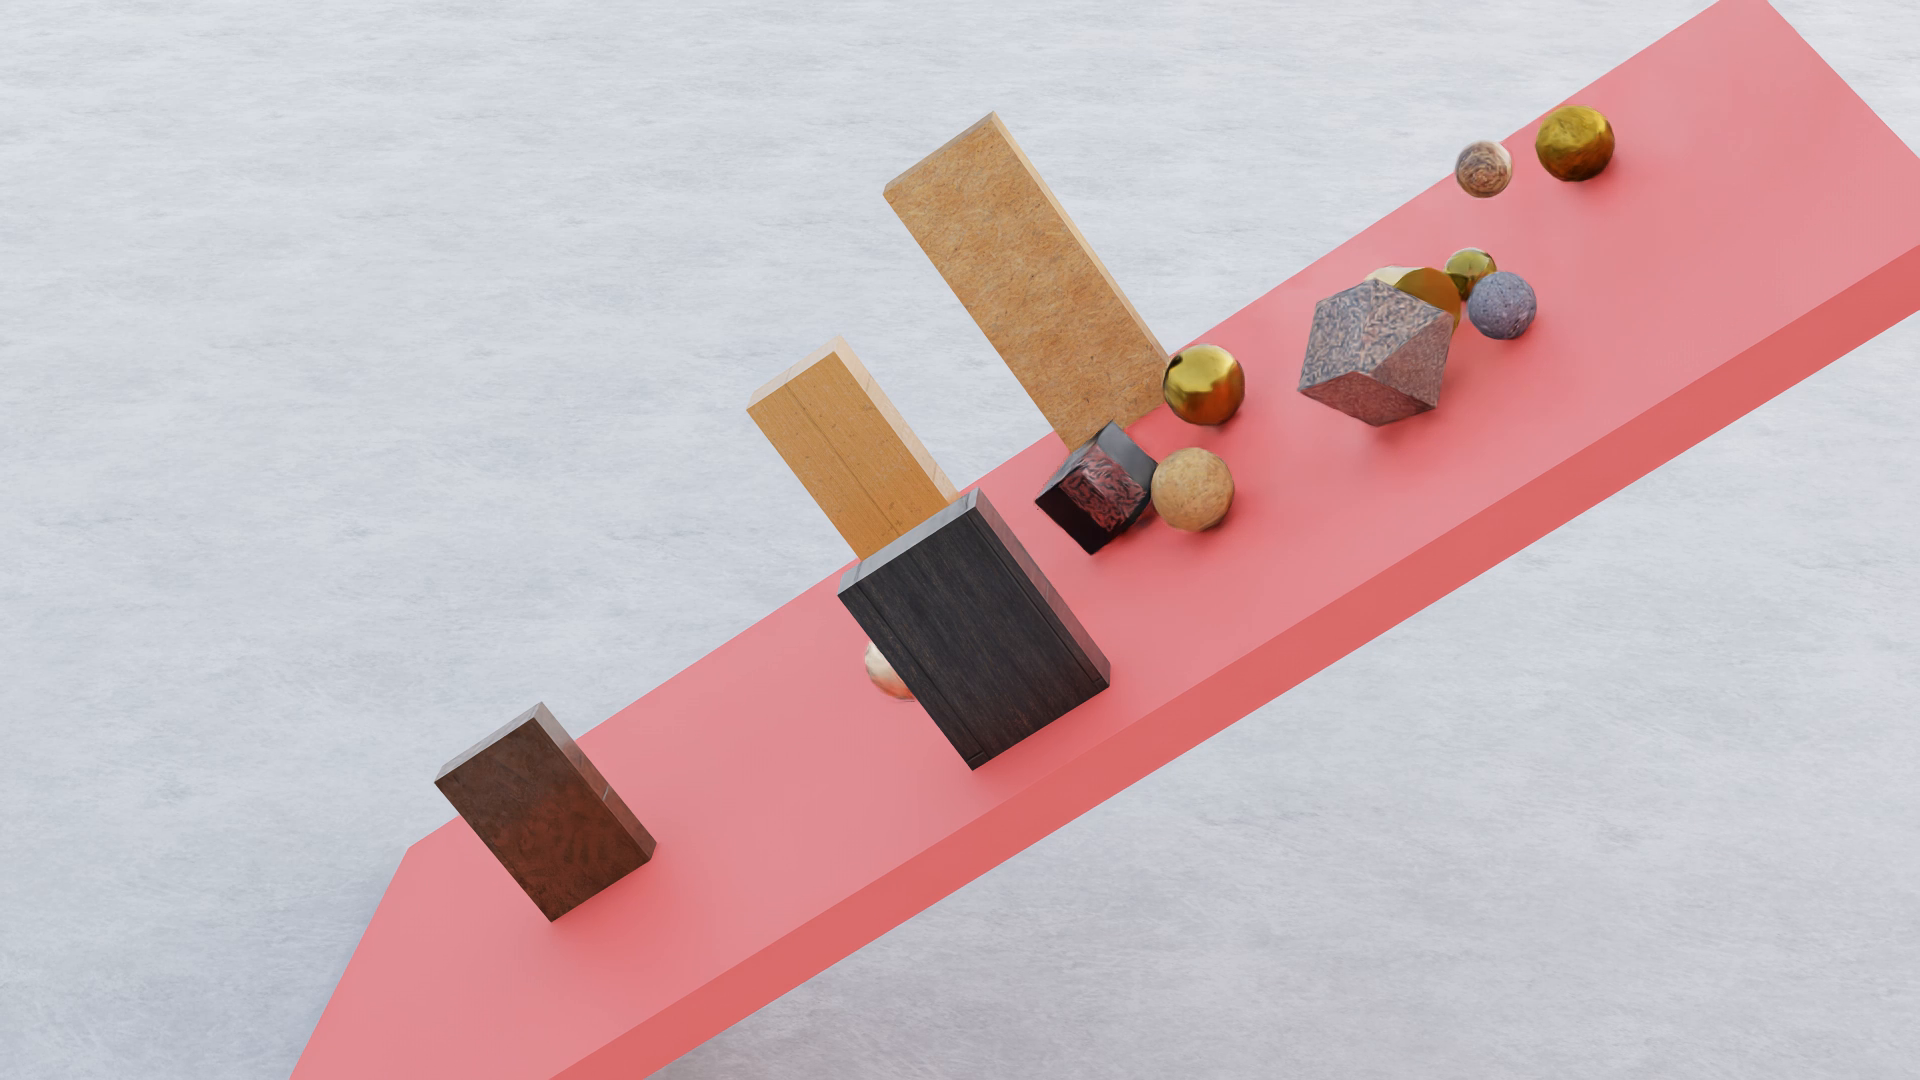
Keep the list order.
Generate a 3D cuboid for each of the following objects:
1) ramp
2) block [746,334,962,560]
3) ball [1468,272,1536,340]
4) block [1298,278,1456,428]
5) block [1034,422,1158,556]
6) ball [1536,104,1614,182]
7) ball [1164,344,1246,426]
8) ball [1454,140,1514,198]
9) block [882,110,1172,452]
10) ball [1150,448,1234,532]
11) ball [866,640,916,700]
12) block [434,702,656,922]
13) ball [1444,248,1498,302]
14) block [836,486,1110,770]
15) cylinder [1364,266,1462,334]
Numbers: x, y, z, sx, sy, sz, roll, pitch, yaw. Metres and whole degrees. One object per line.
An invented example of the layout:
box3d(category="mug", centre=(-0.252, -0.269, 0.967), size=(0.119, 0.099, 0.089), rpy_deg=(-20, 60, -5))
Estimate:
box3d(category="ramp", centre=(0.135, 0.175, 6.308), size=(4.000, 0.100, 2.000), rpy_deg=(-33, 16, 15))
box3d(category="block", centre=(-0.183, -0.126, 6.505), size=(0.240, 0.627, 0.123), rpy_deg=(-33, 16, 15))
box3d(category="ball", centre=(1.049, -0.454, 5.694), size=(0.132, 0.132, 0.132), rpy_deg=(0, 22, 0))
box3d(category="block", centre=(0.802, -0.358, 5.671), size=(0.194, 0.194, 0.194), rpy_deg=(22, -19, -23))
box3d(category="block", centre=(0.298, -0.108, 6.195), size=(0.168, 0.168, 0.168), rpy_deg=(-40, 9, 50))
box3d(category="ball", centre=(1.298, -0.837, 6.209), size=(0.163, 0.163, 0.163), rpy_deg=(0, 22, 0))
box3d(category="ball", centre=(0.532, -0.337, 6.401), size=(0.179, 0.179, 0.179), rpy_deg=(0, 22, 0))
box3d(category="ball", centre=(1.000, -0.708, 5.615), size=(0.111, 0.111, 0.111), rpy_deg=(0, 22, 0))
box3d(category="block", centre=(0.174, -0.582, 6.782), size=(0.304, 0.772, 0.094), rpy_deg=(-33, 16, 15))
box3d(category="ball", centre=(0.465, -0.101, 5.880), size=(0.168, 0.168, 0.168), rpy_deg=(0, 22, 0))
box3d(category="ball", centre=(-0.115, 0.250, 6.134), size=(0.165, 0.165, 0.165), rpy_deg=(0, 22, 0))
box3d(category="block", centre=(-0.899, 0.593, 6.391), size=(0.279, 0.410, 0.082), rpy_deg=(-33, 16, 15))
box3d(category="ball", centre=(1.042, -0.541, 6.007), size=(0.111, 0.111, 0.111), rpy_deg=(0, 22, 0))
box3d(category="block", centre=(0.029, 0.169, 5.539), size=(0.316, 0.436, 0.105), rpy_deg=(-33, 16, 15))
box3d(category="cylinder", centre=(0.913, -0.475, 5.995), size=(0.163, 0.163, 0.163), rpy_deg=(-6, 8, -15))
